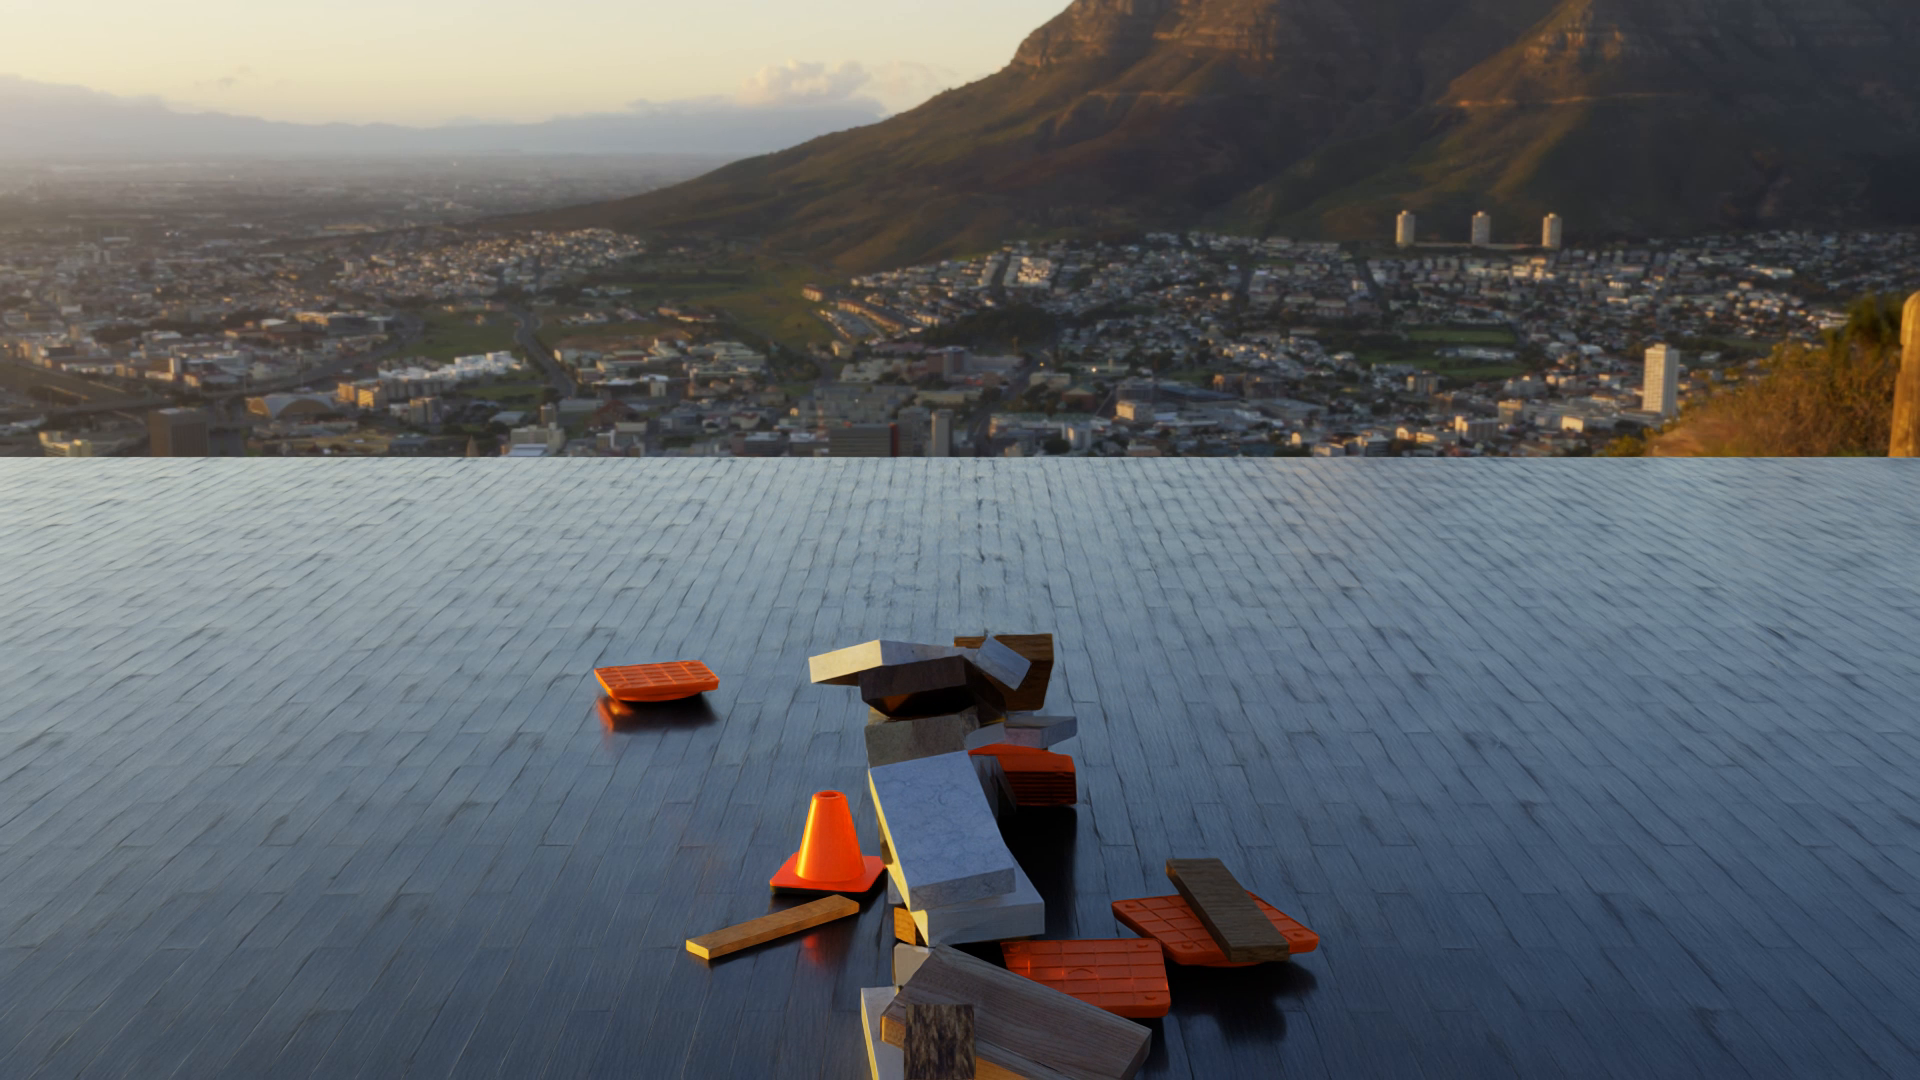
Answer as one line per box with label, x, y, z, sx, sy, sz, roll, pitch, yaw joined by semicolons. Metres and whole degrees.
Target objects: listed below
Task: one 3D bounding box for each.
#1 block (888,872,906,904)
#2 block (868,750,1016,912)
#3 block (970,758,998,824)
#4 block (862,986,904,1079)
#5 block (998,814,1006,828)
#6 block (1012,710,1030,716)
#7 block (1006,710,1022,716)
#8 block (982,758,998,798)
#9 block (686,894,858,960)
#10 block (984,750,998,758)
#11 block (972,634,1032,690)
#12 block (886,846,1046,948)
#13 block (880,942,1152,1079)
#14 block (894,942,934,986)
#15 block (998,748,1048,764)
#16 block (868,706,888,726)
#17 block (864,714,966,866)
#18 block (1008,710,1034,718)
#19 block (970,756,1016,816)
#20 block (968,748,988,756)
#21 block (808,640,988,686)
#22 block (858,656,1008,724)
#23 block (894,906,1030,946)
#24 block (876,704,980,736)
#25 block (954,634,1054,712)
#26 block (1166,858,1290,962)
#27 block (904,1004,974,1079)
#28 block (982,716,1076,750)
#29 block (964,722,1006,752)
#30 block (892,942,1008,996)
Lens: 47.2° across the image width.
block;-0.013;0.547;3.452;0.166;0.047;0.332;-1;-10;4
block;-0.029;0.414;3.159;0.150;0.043;0.301;-10;29;-9
block;-0.024;0.415;3.607;0.146;0.041;0.318;-1;-20;6
block;-0.038;0.702;2.945;0.158;0.045;0.441;-1;11;-7
block;0.026;0.508;3.958;0.076;0.022;0.153;3;-2;18
block;0.031;0.349;4.639;0.261;0.037;0.130;-6;2;30
block;-0.034;0.362;4.373;0.173;0.049;0.346;-8;-11;-29
block;0.003;0.408;3.697;0.112;0.032;0.223;0;-19;4
block;-0.295;0.614;3.498;0.305;0.016;0.056;-10;14;-43
block;-0.043;0.410;4.296;0.122;0.035;0.244;-8;-12;33
block;0.071;0.206;3.714;0.088;0.025;0.176;33;8;2
block;0.001;0.494;3.193;0.166;0.047;0.332;-5;14;-12
block;0.072;0.643;2.857;0.315;0.045;0.158;18;36;23
block;-0.036;0.591;3.020;0.112;0.056;0.016;5;16;25
block;0.056;0.409;4.549;0.122;0.035;0.244;-8;13;-38
block;-0.135;0.375;4.645;0.129;0.064;0.018;7;2;33
block;-0.057;0.373;3.325;0.150;0.043;0.301;-7;30;-4
block;0.054;0.350;4.858;0.131;0.037;0.261;-4;11;-19
block;0.028;0.438;3.899;0.112;0.032;0.398;-1;-17;6
block;-0.012;0.420;4.153;0.122;0.035;0.244;-4;-18;10
block;-0.100;0.213;3.723;0.150;0.043;0.301;-16;-15;34
block;-0.039;0.274;3.824;0.173;0.049;0.534;-9;-12;7
block;-0.001;0.578;3.316;0.166;0.047;0.332;-1;-8;-7
block;-0.057;0.311;3.647;0.146;0.041;0.292;-9;-2;6
block;0.073;0.248;4.037;0.173;0.049;0.346;-2;-19;-2
block;0.412;0.573;3.433;0.088;0.025;0.413;0;10;-8
block;-0.026;0.662;2.766;0.088;0.025;0.176;-1;38;1
block;0.128;0.368;4.226;0.130;0.037;0.565;0;-2;10
block;-0.014;0.346;3.772;0.112;0.032;0.223;-10;-2;21
block;-0.007;0.637;3.052;0.158;0.045;0.315;-1;11;-5
